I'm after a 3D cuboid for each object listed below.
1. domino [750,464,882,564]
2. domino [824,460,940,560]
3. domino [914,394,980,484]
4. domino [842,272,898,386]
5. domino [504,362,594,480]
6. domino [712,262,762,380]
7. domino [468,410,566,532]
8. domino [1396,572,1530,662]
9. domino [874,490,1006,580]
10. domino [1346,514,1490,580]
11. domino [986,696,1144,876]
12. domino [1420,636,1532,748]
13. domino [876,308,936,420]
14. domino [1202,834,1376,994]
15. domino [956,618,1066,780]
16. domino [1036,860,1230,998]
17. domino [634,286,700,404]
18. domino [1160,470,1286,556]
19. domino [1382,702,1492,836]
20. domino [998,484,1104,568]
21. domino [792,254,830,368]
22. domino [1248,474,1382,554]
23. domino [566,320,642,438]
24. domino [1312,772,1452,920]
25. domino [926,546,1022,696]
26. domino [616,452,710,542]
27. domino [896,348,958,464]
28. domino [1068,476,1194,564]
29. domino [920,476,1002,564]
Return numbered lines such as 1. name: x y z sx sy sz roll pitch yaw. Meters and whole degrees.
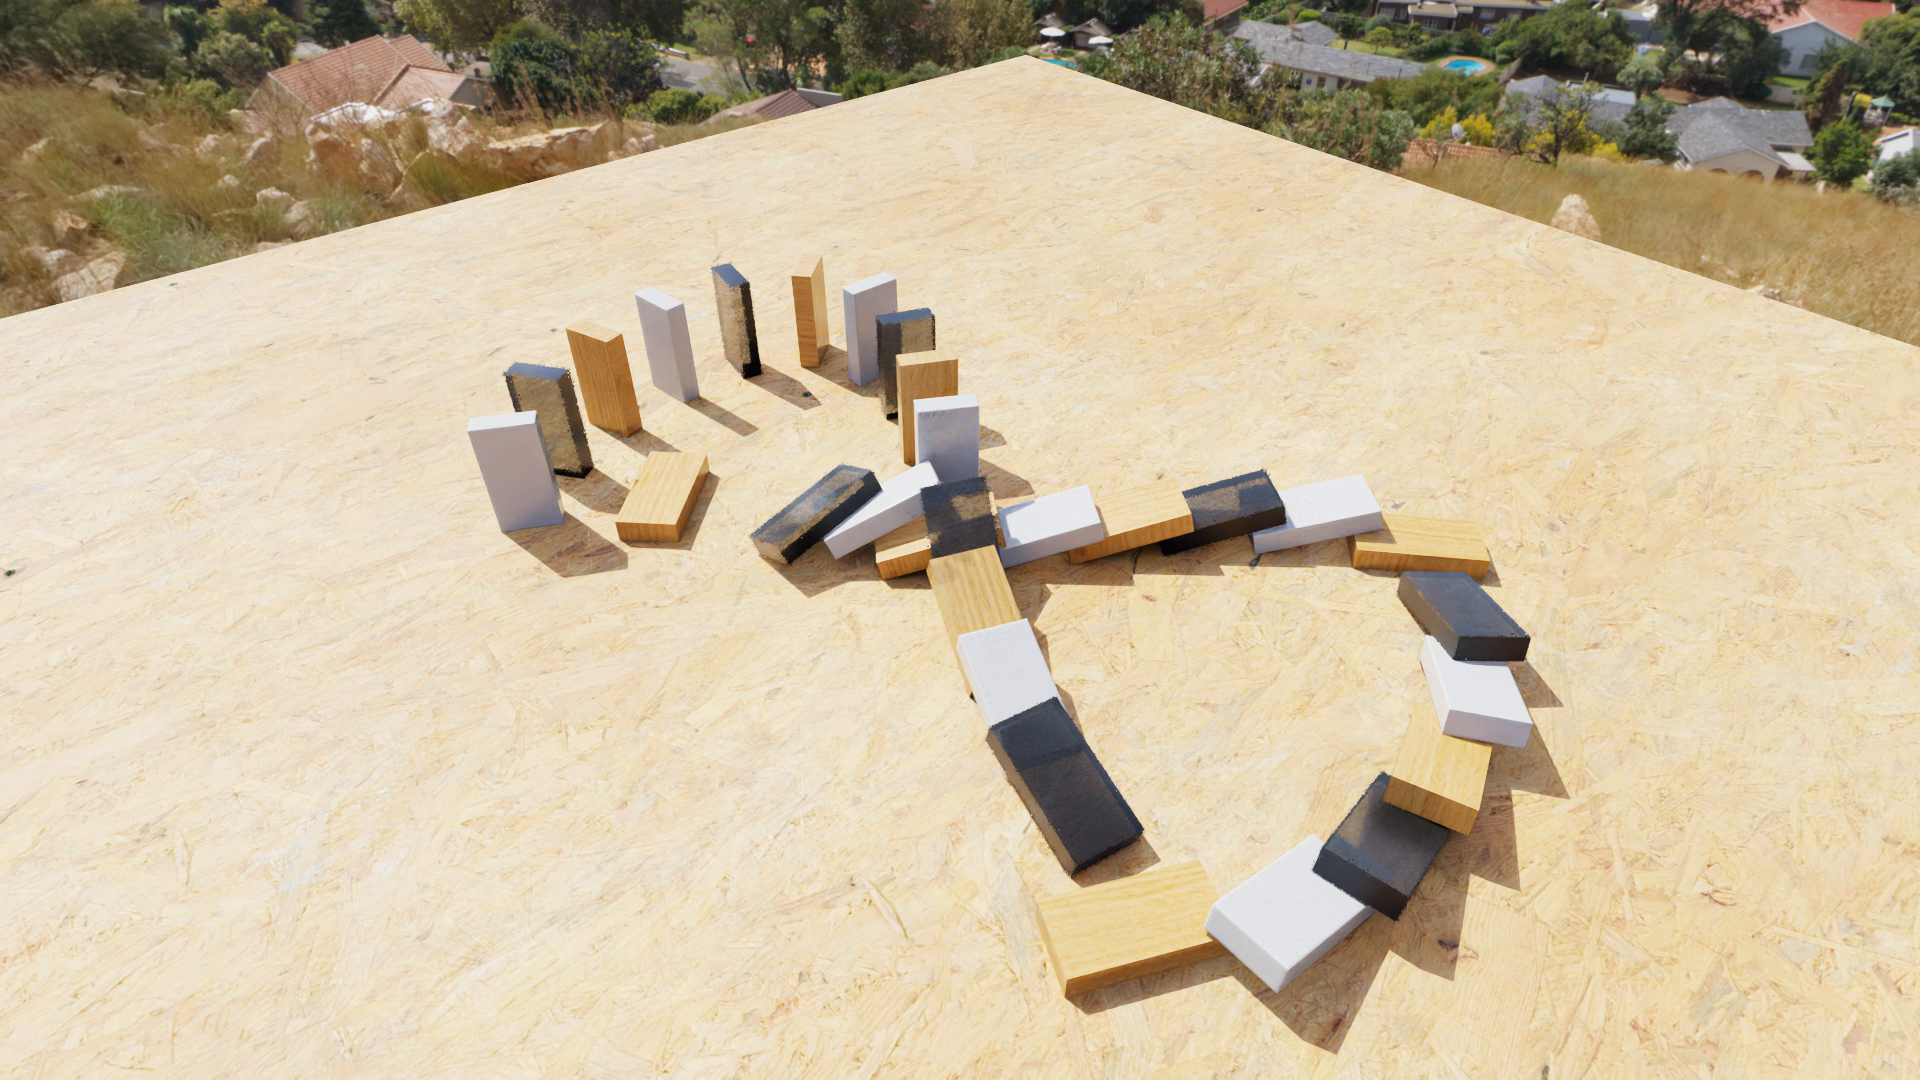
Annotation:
1. domino: -0.058 -0.011 0.442 0.050 0.009 0.025 -41 30 -23
2. domino: -0.031 -0.013 0.440 0.050 0.009 0.025 -27 28 2
3. domino: -0.005 -0.035 0.454 0.025 0.050 0.009 -7 40 -8
4. domino: -0.043 -0.102 0.537 0.025 0.050 0.009 -28 47 -30
5. domino: -0.177 -0.051 0.474 0.025 0.050 0.009 9 40 11
6. domino: -0.110 -0.108 0.543 0.009 0.050 0.025 -21 44 -24
7. domino: -0.179 -0.027 0.445 0.025 0.050 0.009 -8 40 -10
8. domino: 0.182 0.027 0.400 0.025 0.010 0.050 1 25 -2
9. domino: -0.009 -0.002 0.437 0.050 0.010 0.025 -15 40 4
10. domino: 0.183 0.002 0.441 0.050 0.010 0.025 5 40 6
11. domino: 0.032 0.075 0.341 0.025 0.009 0.050 -21 60 -23
12. domino: 0.173 0.050 0.372 0.025 0.009 0.050 9 25 10
13. domino: -0.024 -0.082 0.511 0.025 0.050 0.009 -13 41 -15
14. domino: 0.094 0.103 0.308 0.050 0.010 0.025 -16 40 -39
15. domino: 0.019 0.052 0.368 0.025 0.009 0.050 -13 58 -15
16. domino: 0.049 0.109 0.310 0.050 0.010 0.025 -10 40 -12
17. domino: -0.139 -0.093 0.524 0.025 0.050 0.009 30 48 31
18. domino: 0.104 -0.011 0.447 0.050 0.009 0.025 -15 39 5
19. domino: 0.152 0.071 0.347 0.025 0.009 0.050 20 28 23
20. domino: 0.030 -0.004 0.439 0.050 0.009 0.025 -16 40 4
21. domino: -0.075 -0.115 0.551 0.009 0.050 0.025 5 40 6
22. domino: 0.142 -0.011 0.447 0.050 0.009 0.025 -12 39 8
23. domino: -0.162 -0.073 0.501 0.025 0.050 0.009 21 44 23
24. domino: 0.127 0.089 0.325 0.025 0.010 0.050 28 32 30
25. domino: 0.008 0.028 0.393 0.025 0.009 0.050 -13 66 -15
26. domino: -0.125 -0.019 0.467 0.025 0.010 0.050 3 39 3
27. domino: -0.014 -0.058 0.483 0.025 0.050 0.010 -9 40 -11
28. domino: 0.066 -0.008 0.444 0.050 0.010 0.025 -16 40 4
29. domino: 0.002 0.003 0.416 0.025 0.010 0.050 -11 75 -1
